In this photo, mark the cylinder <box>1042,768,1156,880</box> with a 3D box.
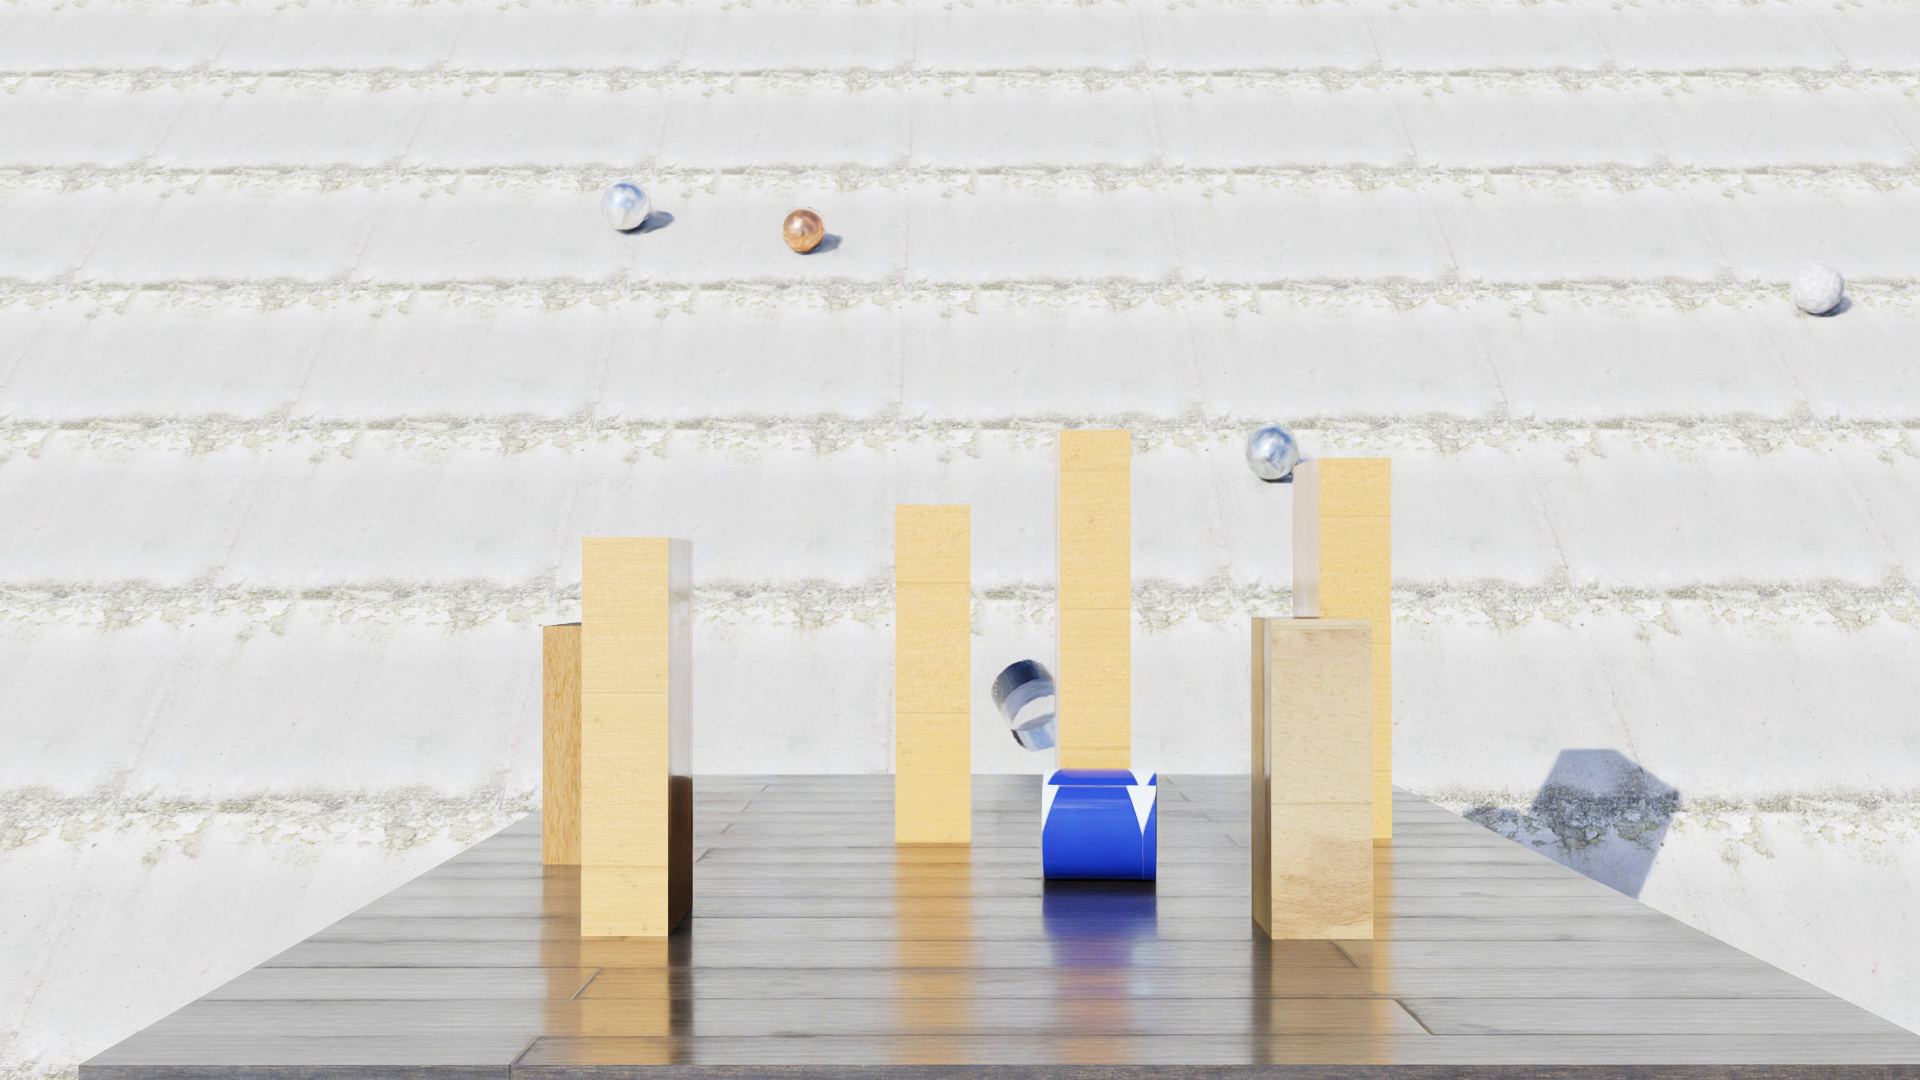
[{"bbox_3d":[0.238,0.481,4.389,0.188,0.188,0.188,0,32,5],"label":"cylinder"}]

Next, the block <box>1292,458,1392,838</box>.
[{"bbox_3d":[0.775,0.214,5.281,0.141,0.746,0.402,0,-1,0],"label":"block"}]

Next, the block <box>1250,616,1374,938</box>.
[{"bbox_3d":[0.513,0.340,3.801,0.144,0.453,0.254,0,-1,0],"label":"block"}]

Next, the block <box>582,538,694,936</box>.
[{"bbox_3d":[-0.479,0.283,3.880,0.124,0.570,0.349,0,-1,0],"label":"block"}]

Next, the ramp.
[{"bbox_3d":[0.072,0.630,4.726,2.000,0.100,4.000,0,-1,0],"label":"ramp"}]

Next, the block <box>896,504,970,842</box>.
[{"bbox_3d":[-0.052,0.259,5.129,0.145,0.652,0.245,0,-1,0],"label":"block"}]

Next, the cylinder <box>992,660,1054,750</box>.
[{"bbox_3d":[0.195,0.444,6.978,0.176,0.176,0.176,-10,34,-15],"label":"cylinder"}]

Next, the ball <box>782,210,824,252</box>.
[{"bbox_3d":[-0.575,-1.135,9.502,0.156,0.156,0.156,0,32,0],"label":"ball"}]

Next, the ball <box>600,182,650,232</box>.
[{"bbox_3d":[-1.246,-1.242,9.647,0.183,0.183,0.183,0,32,0],"label":"ball"}]

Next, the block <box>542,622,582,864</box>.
[{"bbox_3d":[-0.679,0.369,4.823,0.131,0.425,0.396,0,-1,0],"label":"block"}]

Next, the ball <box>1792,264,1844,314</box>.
[{"bbox_3d":[3.004,-0.881,9.083,0.175,0.175,0.175,0,32,0],"label":"ball"}]

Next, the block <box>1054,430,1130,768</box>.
[{"bbox_3d":[0.243,0.192,4.778,0.127,0.777,0.251,0,-1,0],"label":"block"}]

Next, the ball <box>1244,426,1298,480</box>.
[{"bbox_3d":[0.977,-0.273,8.122,0.170,0.170,0.170,0,32,0],"label":"ball"}]
